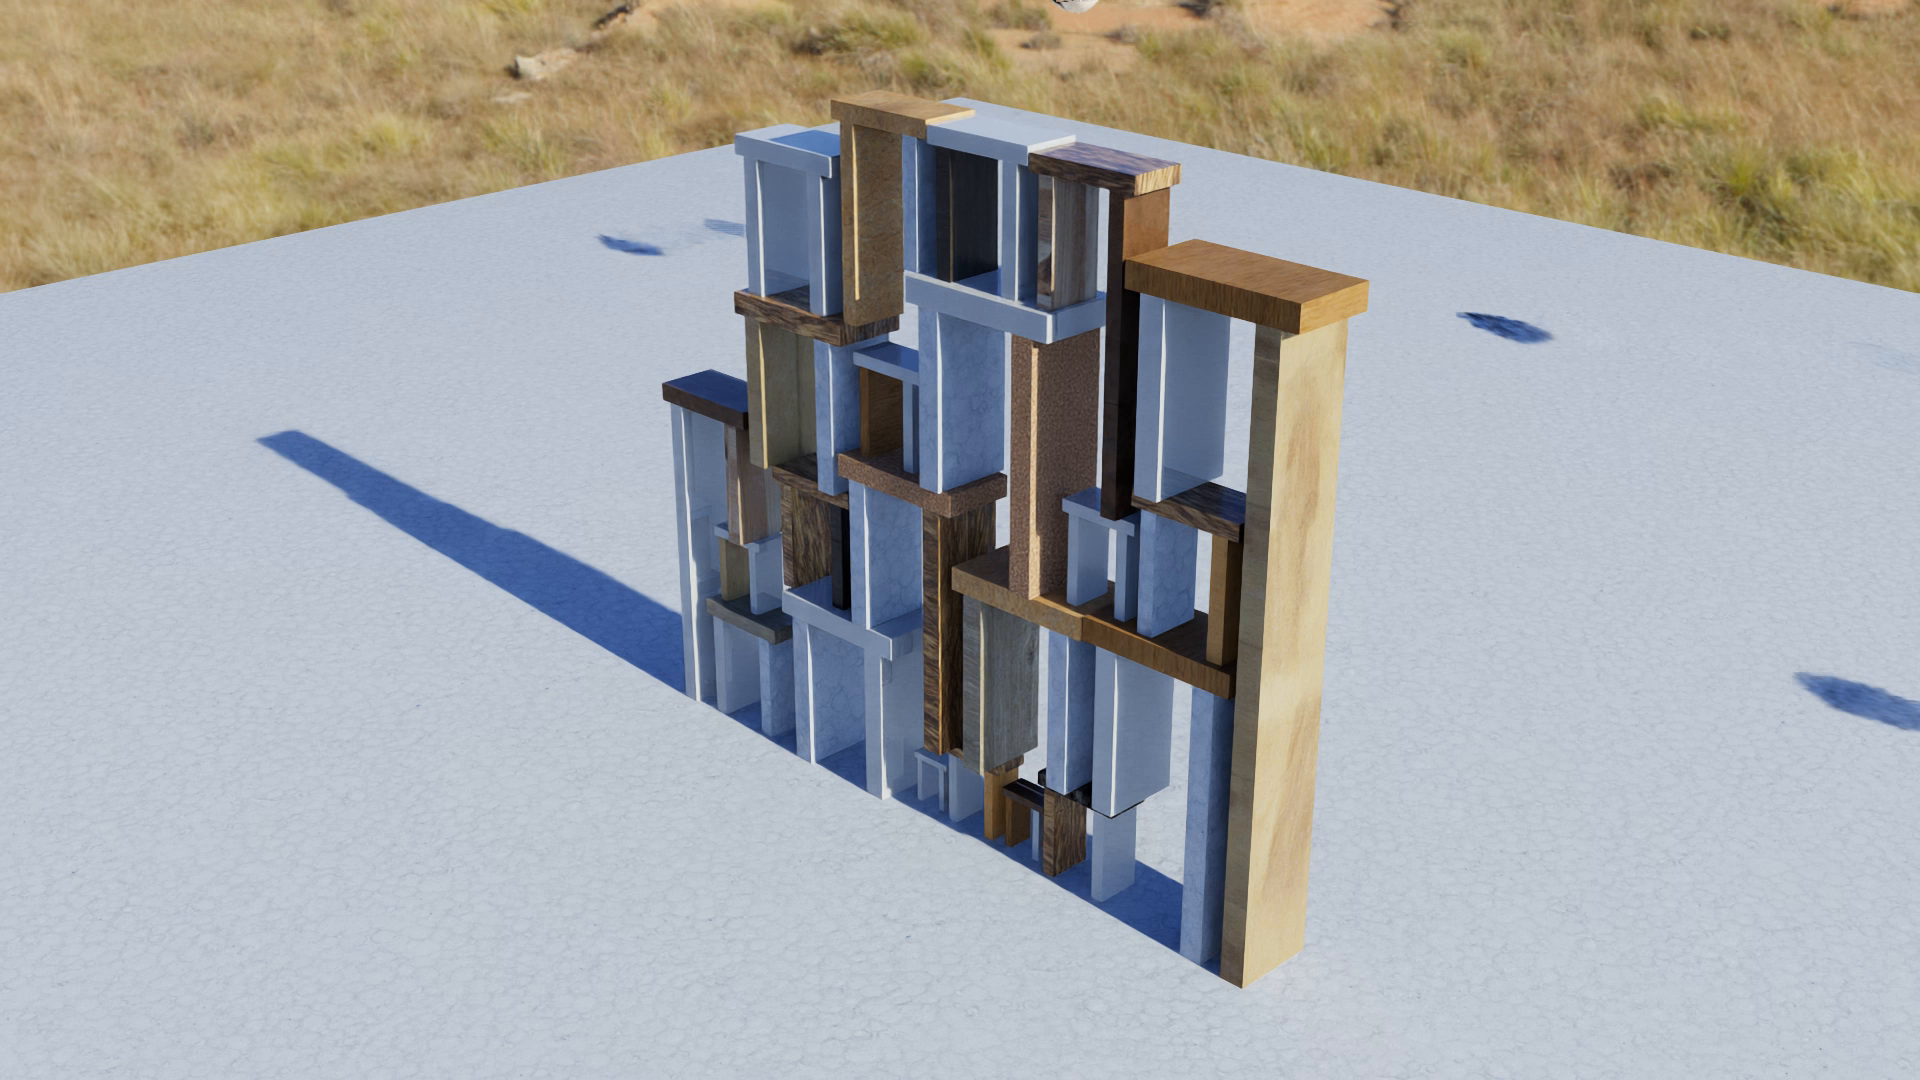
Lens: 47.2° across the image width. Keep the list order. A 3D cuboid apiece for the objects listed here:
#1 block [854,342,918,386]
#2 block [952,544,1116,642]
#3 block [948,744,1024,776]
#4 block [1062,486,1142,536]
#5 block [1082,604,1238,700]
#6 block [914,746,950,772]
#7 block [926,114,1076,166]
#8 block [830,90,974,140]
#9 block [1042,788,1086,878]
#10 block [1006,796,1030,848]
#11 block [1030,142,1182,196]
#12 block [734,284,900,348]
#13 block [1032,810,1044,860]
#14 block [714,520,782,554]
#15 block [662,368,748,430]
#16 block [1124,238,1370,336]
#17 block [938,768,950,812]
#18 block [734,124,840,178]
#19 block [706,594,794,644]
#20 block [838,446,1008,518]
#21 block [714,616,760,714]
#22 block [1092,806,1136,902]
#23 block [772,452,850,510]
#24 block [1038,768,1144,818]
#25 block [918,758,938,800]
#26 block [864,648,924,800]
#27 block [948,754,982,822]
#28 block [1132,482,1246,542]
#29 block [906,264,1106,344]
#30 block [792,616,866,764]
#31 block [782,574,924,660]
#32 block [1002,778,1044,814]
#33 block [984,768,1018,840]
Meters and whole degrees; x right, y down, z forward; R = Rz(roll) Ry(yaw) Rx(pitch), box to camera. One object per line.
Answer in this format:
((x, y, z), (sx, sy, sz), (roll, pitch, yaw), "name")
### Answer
((-0.109, -0.338, 4.193), (0.091, 0.026, 0.182), (-21, 31, -40), "block")
((0.158, 0.094, 4.096), (0.327, 0.046, 0.163), (21, 31, 40), "block")
((0.047, 0.421, 4.358), (0.075, 0.021, 0.149), (-21, 31, -41), "block")
((0.272, -0.052, 3.901), (0.169, 0.024, 0.085), (21, 31, 40), "block")
((0.396, 0.181, 3.877), (0.166, 0.047, 0.332), (-21, 31, -41), "block")
((-0.043, 0.442, 4.463), (0.094, 0.013, 0.047), (21, 31, 41), "block")
((0.070, -0.701, 3.848), (0.243, 0.034, 0.121), (21, 31, 40), "block")
((-0.106, -0.777, 4.009), (0.249, 0.035, 0.125), (21, 31, 40), "block")
((0.203, 0.546, 4.234), (0.027, 0.187, 0.094), (21, 31, 41), "block")
((0.114, 0.546, 4.334), (0.016, 0.110, 0.055), (21, 31, 41), "block")
((0.243, -0.625, 3.690), (0.235, 0.033, 0.117), (21, 31, 40), "block")
((-0.285, -0.453, 4.343), (0.157, 0.044, 0.314), (-21, 31, -41), "block")
((0.166, 0.566, 4.286), (0.016, 0.110, 0.055), (21, 31, 41), "block")
((-0.450, -0.011, 4.712), (0.074, 0.021, 0.148), (-21, 31, -41), "block")
((-0.491, -0.297, 4.629), (0.266, 0.038, 0.133), (21, 31, 41), "block")
((0.460, -0.413, 3.555), (0.356, 0.050, 0.178), (21, 31, 41), "block")
((-0.021, 0.500, 4.464), (0.013, 0.094, 0.047), (21, 31, 41), "block")
((-0.292, -0.751, 4.229), (0.276, 0.039, 0.138), (21, 31, 41), "block")
((-0.432, 0.160, 4.758), (0.229, 0.032, 0.114), (21, 31, 41), "block")
((-0.074, -0.125, 4.247), (0.155, 0.044, 0.310), (-21, 31, -40), "block")
((-0.485, 0.259, 4.858), (0.032, 0.229, 0.114), (21, 31, 41), "block")
((0.291, 0.581, 4.153), (0.027, 0.187, 0.094), (21, 31, 41), "block")
((-0.263, -0.122, 4.464), (0.228, 0.032, 0.114), (21, 31, 41), "block")
((0.247, 0.465, 4.151), (0.187, 0.027, 0.094), (21, 31, 41), "block")
((-0.066, 0.482, 4.504), (0.013, 0.094, 0.047), (21, 31, 41), "block")
((-0.117, 0.353, 4.509), (0.047, 0.328, 0.164), (21, 31, 41), "block")
((0.012, 0.486, 4.424), (0.075, 0.149, 0.021), (-21, 31, -41), "block")
((0.419, -0.059, 3.739), (0.117, 0.033, 0.234), (-21, 31, -41), "block")
((0.088, -0.433, 3.947), (0.177, 0.050, 0.354), (-21, 31, -40), "block")
((-0.272, 0.292, 4.651), (0.047, 0.328, 0.164), (21, 31, 41), "block")
((-0.195, 0.150, 4.507), (0.329, 0.047, 0.164), (21, 31, 41), "block")
((0.140, 0.498, 4.286), (0.110, 0.016, 0.055), (21, 31, 41), "block")
((0.082, 0.513, 4.359), (0.021, 0.149, 0.075), (21, 31, 41), "block")
